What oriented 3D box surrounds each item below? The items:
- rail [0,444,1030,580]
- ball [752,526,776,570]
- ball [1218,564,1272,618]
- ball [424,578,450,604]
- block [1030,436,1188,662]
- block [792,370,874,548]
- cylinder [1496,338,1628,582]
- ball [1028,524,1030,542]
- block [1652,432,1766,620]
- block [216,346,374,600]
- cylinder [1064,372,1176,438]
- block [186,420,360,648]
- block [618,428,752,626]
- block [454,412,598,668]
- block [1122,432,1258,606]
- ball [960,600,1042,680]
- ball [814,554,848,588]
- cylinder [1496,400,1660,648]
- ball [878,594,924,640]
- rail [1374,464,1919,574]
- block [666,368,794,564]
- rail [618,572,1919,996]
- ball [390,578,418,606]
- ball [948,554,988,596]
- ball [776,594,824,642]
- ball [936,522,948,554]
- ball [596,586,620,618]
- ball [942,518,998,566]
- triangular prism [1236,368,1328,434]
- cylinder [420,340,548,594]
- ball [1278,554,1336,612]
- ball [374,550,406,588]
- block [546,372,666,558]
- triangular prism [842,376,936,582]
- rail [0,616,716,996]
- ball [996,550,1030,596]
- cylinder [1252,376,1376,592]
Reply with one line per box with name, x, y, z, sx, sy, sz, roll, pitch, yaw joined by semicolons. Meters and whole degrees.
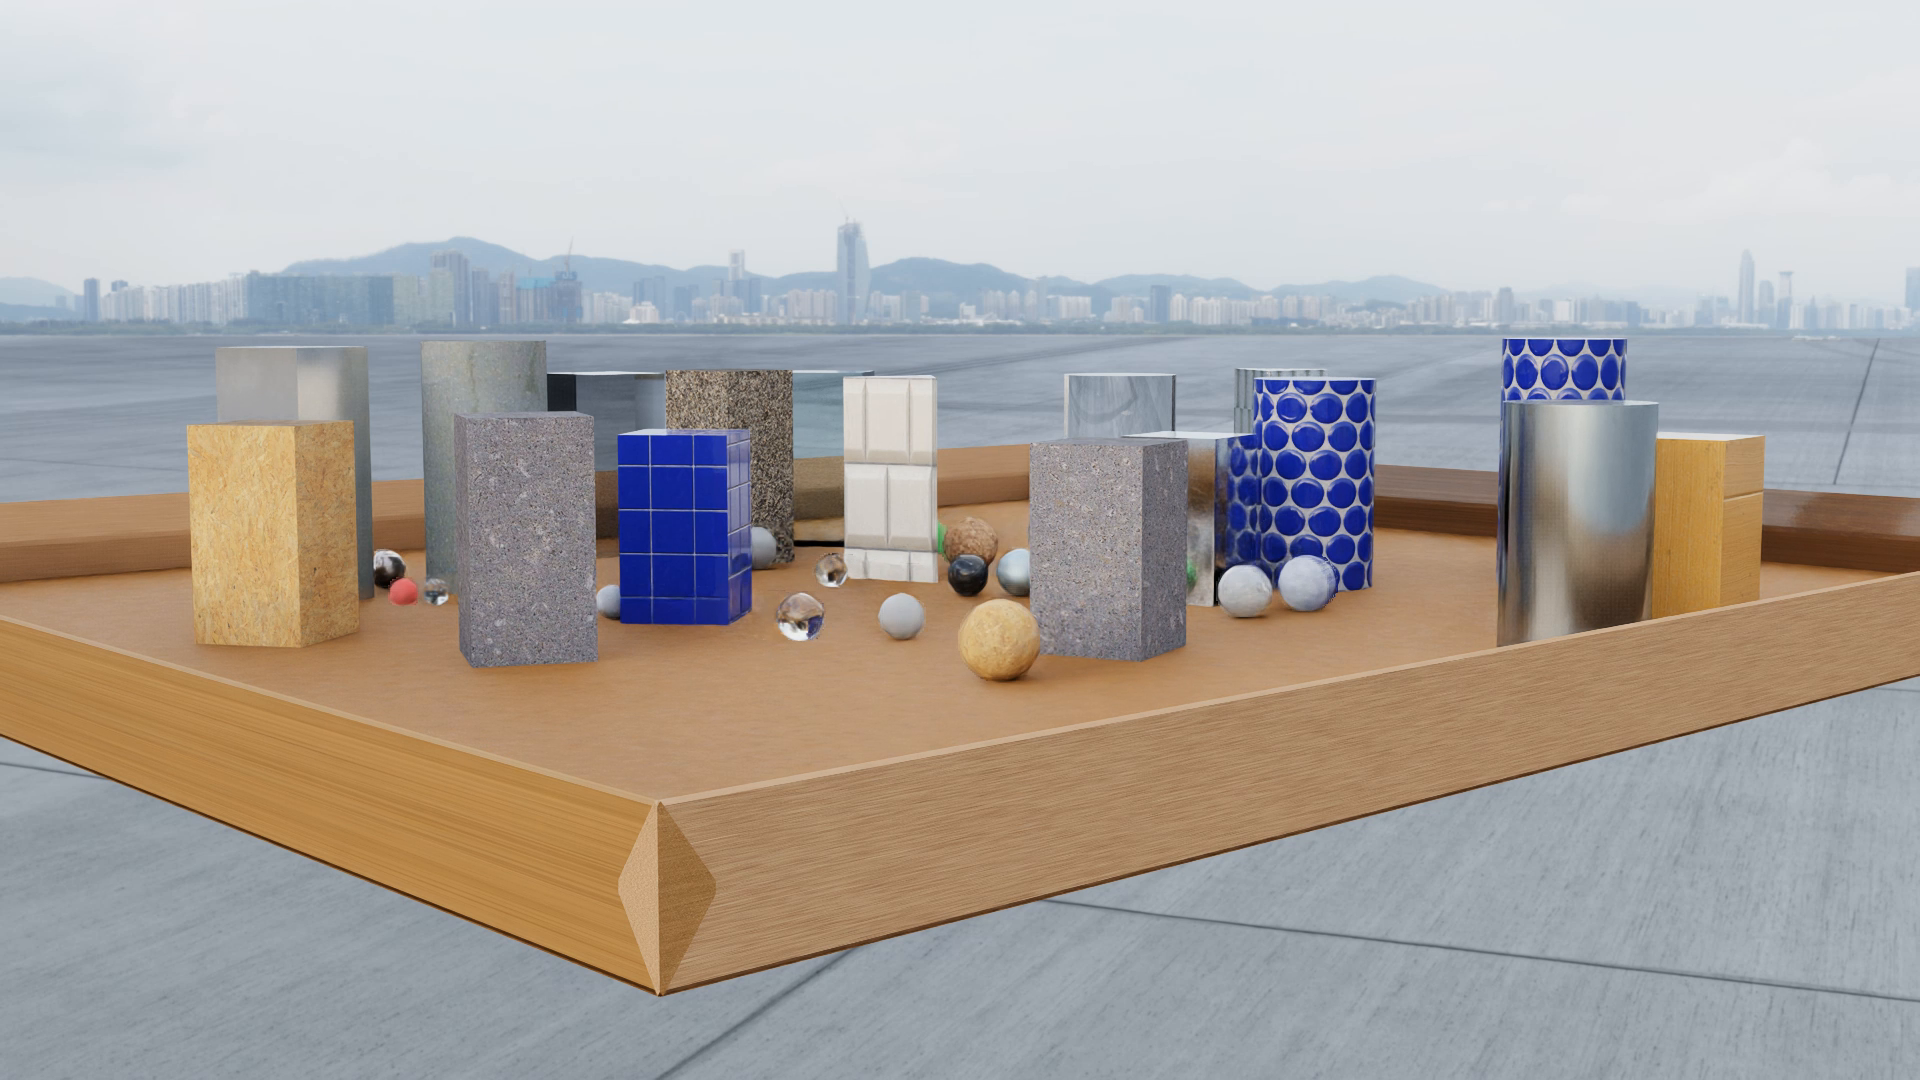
rail;-0.851;-0.063;4.249;2.890;0.128;0.045;-5;8;-42
ball;-0.353;0.014;3.779;0.076;0.076;0.076;0;6;0
ball;0.413;0.074;3.191;0.078;0.078;0.078;0;6;0
ball;-0.793;0.078;3.333;0.041;0.041;0.041;0;6;0
block;0.196;0.008;2.883;0.157;0.274;0.157;3;7;27
block;-0.253;-0.158;4.208;0.157;0.328;0.157;1;6;7
cylinder;0.982;-0.129;3.593;0.196;0.398;0.196;0;6;0
ball;0.165;-0.011;3.780;0.097;0.097;0.097;0;6;0
block;1.015;-0.010;3.074;0.157;0.270;0.157;5;8;38
block;-1.014;-0.100;3.359;0.157;0.389;0.157;3;7;25
cylinder;0.280;-0.124;3.860;0.196;0.332;0.196;0;6;0
block;-0.931;-0.013;2.990;0.157;0.293;0.157;1;6;13
block;-0.397;-0.022;3.189;0.157;0.269;0.157;1;6;7
block;-0.559;-0.005;2.828;0.157;0.311;0.157;-2;6;-18
block;0.354;-0.036;3.404;0.157;0.253;0.157;4;7;31
ball;0.049;0.120;2.651;0.098;0.098;0.098;0;6;0
ball;-0.207;0.050;3.538;0.053;0.053;0.053;0;6;0
cylinder;0.809;-0.018;2.885;0.196;0.325;0.196;0;6;0
ball;-0.079;0.104;2.985;0.062;0.062;0.062;0;6;0
rail;1.045;-0.067;4.291;0.045;0.128;2.557;-5;8;-42
block;-0.406;-0.130;3.882;0.157;0.339;0.157;5;8;40
rail;0.851;0.129;2.415;2.890;0.128;0.045;-5;8;-42
ball;-0.840;0.079;3.320;0.041;0.041;0.041;0;6;0
ball;0.013;0.055;3.438;0.065;0.065;0.065;0;6;0
ball;-0.215;0.104;2.964;0.065;0.065;0.065;0;6;0
ball;-0.047;-0.003;4.014;0.061;0.061;0.061;0;6;0
ball;-0.504;0.090;3.183;0.048;0.048;0.048;0;6;0
ball;0.018;0.008;3.741;0.094;0.094;0.094;0;6;0
triangular prism;0.561;-0.144;4.031;0.170;0.337;0.147;-6;8;-43
cylinder;-0.760;-0.121;3.530;0.196;0.396;0.196;0;6;0
ball;0.515;0.064;3.261;0.084;0.084;0.084;0;6;0
ball;-0.922;0.047;3.531;0.061;0.061;0.061;0;6;0
block;-0.651;-0.141;4.039;0.157;0.330;0.157;-6;8;-44
triangular prism;-0.086;-0.107;3.691;0.170;0.334;0.147;3;7;25
rail;-1.045;0.133;2.373;0.045;0.128;2.557;-5;8;-42
ball;0.094;0.051;3.432;0.074;0.074;0.074;0;6;0
cylinder;0.572;-0.094;3.566;0.196;0.334;0.196;0;6;0
